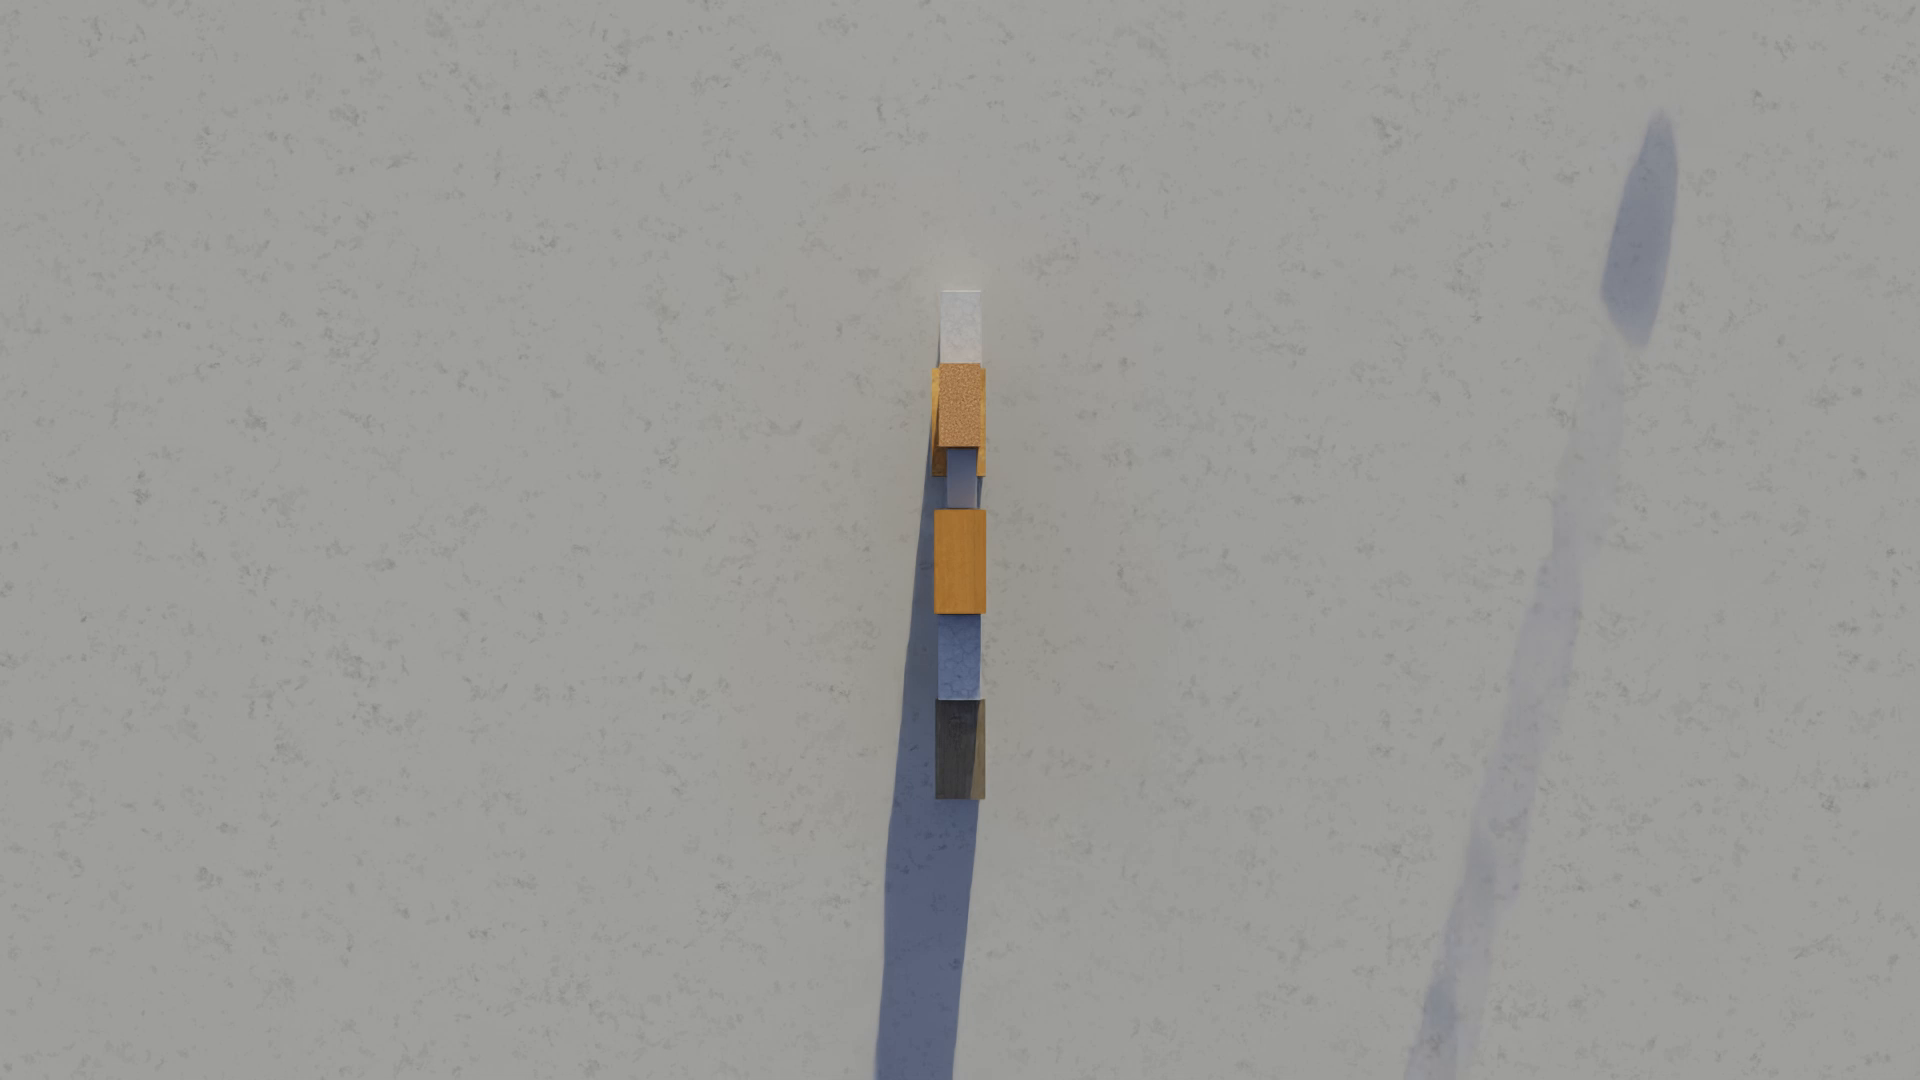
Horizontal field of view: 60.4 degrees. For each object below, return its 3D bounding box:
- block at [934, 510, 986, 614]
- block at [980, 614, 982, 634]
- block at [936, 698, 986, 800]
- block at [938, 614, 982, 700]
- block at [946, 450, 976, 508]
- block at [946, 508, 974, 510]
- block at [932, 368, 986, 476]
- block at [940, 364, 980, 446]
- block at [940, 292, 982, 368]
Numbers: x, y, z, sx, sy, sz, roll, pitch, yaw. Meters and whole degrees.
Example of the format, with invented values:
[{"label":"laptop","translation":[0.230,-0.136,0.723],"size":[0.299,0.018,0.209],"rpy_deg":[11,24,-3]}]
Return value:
[{"label":"block","translation":[0.001,0.064,4.881],"size":[0.153,0.043,0.307],"rpy_deg":[0,90,0]},{"label":"block","translation":[0.003,0.259,5.227],"size":[0.127,0.036,0.255],"rpy_deg":[0,90,0]},{"label":"block","translation":[0.001,0.633,5.014],"size":[0.152,0.043,0.303],"rpy_deg":[0,90,0]},{"label":"block","translation":[-0.001,0.350,4.936],"size":[0.127,0.036,0.255],"rpy_deg":[0,90,0]},{"label":"block","translation":[0.005,-0.183,4.931],"size":[0.088,0.025,0.175],"rpy_deg":[0,90,0]},{"label":"block","translation":[0.000,-0.103,5.305],"size":[0.091,0.026,0.182],"rpy_deg":[0,90,0]},{"label":"block","translation":[-0.004,-0.366,5.142],"size":[0.167,0.047,0.334],"rpy_deg":[0,90,0]},{"label":"block","translation":[-0.001,-0.397,4.858],"size":[0.122,0.035,0.244],"rpy_deg":[0,90,0]},{"label":"block","translation":[0.003,-0.655,5.221],"size":[0.131,0.037,0.261],"rpy_deg":[0,90,0]}]
